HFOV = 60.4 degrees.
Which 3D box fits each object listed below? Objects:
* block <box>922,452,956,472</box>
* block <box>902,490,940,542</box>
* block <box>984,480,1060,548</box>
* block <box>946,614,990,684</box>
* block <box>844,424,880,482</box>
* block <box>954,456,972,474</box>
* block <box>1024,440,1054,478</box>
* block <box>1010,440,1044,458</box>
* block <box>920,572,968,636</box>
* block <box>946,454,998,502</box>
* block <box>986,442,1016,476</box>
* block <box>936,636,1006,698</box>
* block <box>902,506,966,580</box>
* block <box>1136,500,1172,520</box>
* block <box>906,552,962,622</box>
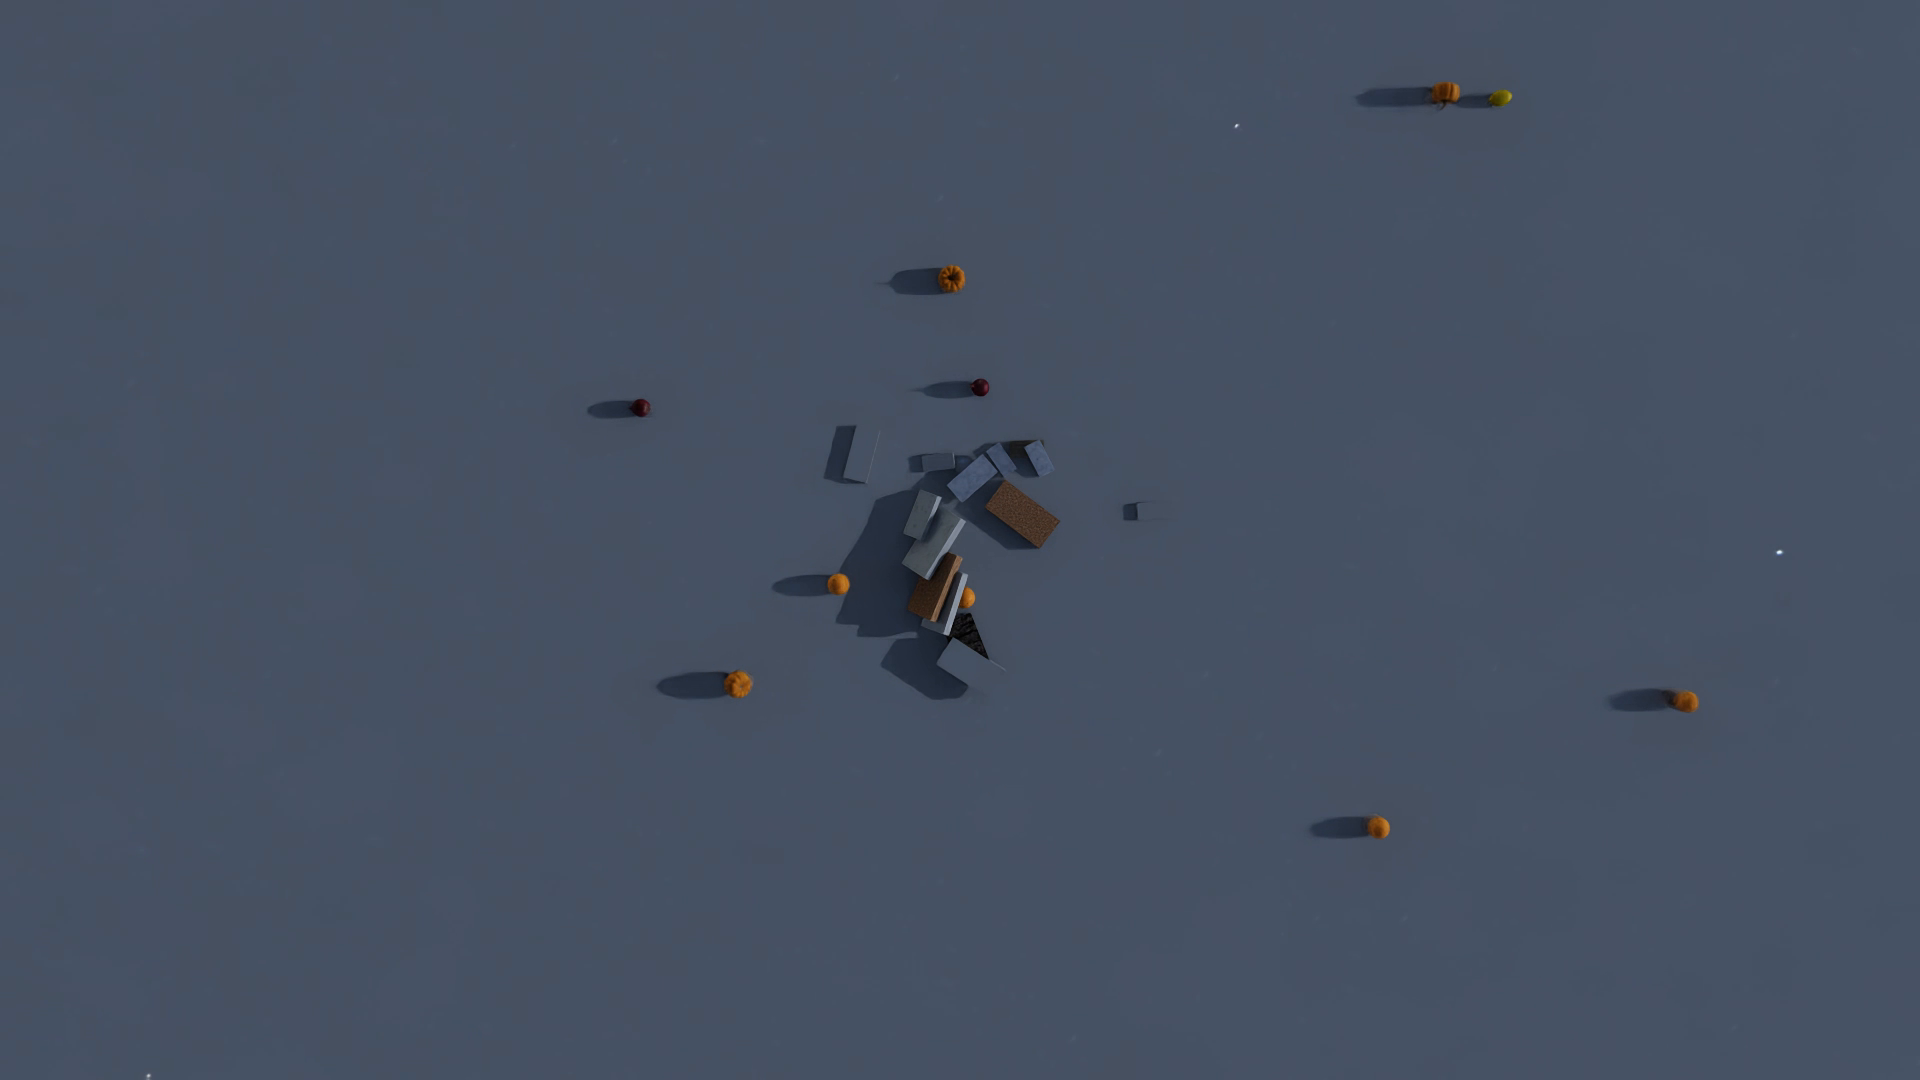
[{"bbox_3d":[-0.072,-0.259,5.485,0.106,0.015,0.053,-7,90,9],"label":"block"},{"bbox_3d":[-0.125,-0.082,5.468,0.079,0.022,0.158,21,90,36],"label":"block"},{"bbox_3d":[0.207,-0.086,5.484,0.229,0.033,0.115,37,90,0],"label":"block"},{"bbox_3d":[0.026,0.359,5.485,0.105,0.030,0.210,-22,90,0],"label":"block"},{"bbox_3d":[-0.327,-0.286,5.489,0.079,0.022,0.180,15,90,0],"label":"block"},{"bbox_3d":[0.034,-0.221,5.492,0.053,0.015,0.106,-43,90,0],"label":"block"},{"bbox_3d":[0.265,-0.271,5.477,0.057,0.016,0.114,-27,103,6],"label":"block"},{"bbox_3d":[0.223,-0.303,5.492,0.114,0.016,0.057,-1,90,0],"label":"block"},{"bbox_3d":[-0.052,0.200,5.454,0.105,0.030,0.210,18,90,41],"label":"block"},{"bbox_3d":[0.040,-0.204,5.474,0.158,0.022,0.079,-41,90,0],"label":"block"},{"bbox_3d":[0.138,-0.267,5.492,0.053,0.015,0.106,-35,90,0],"label":"block"},{"bbox_3d":[0.036,0.422,5.455,0.210,0.030,0.105,33,90,0],"label":"block"},{"bbox_3d":[-0.087,0.008,5.452,0.115,0.033,0.230,32,90,38],"label":"block"},{"bbox_3d":[0.647,-0.101,5.492,0.114,0.016,0.057,-7,90,0],"label":"block"},{"bbox_3d":[-0.084,0.145,5.450,0.115,0.033,0.230,22,90,41],"label":"block"}]
